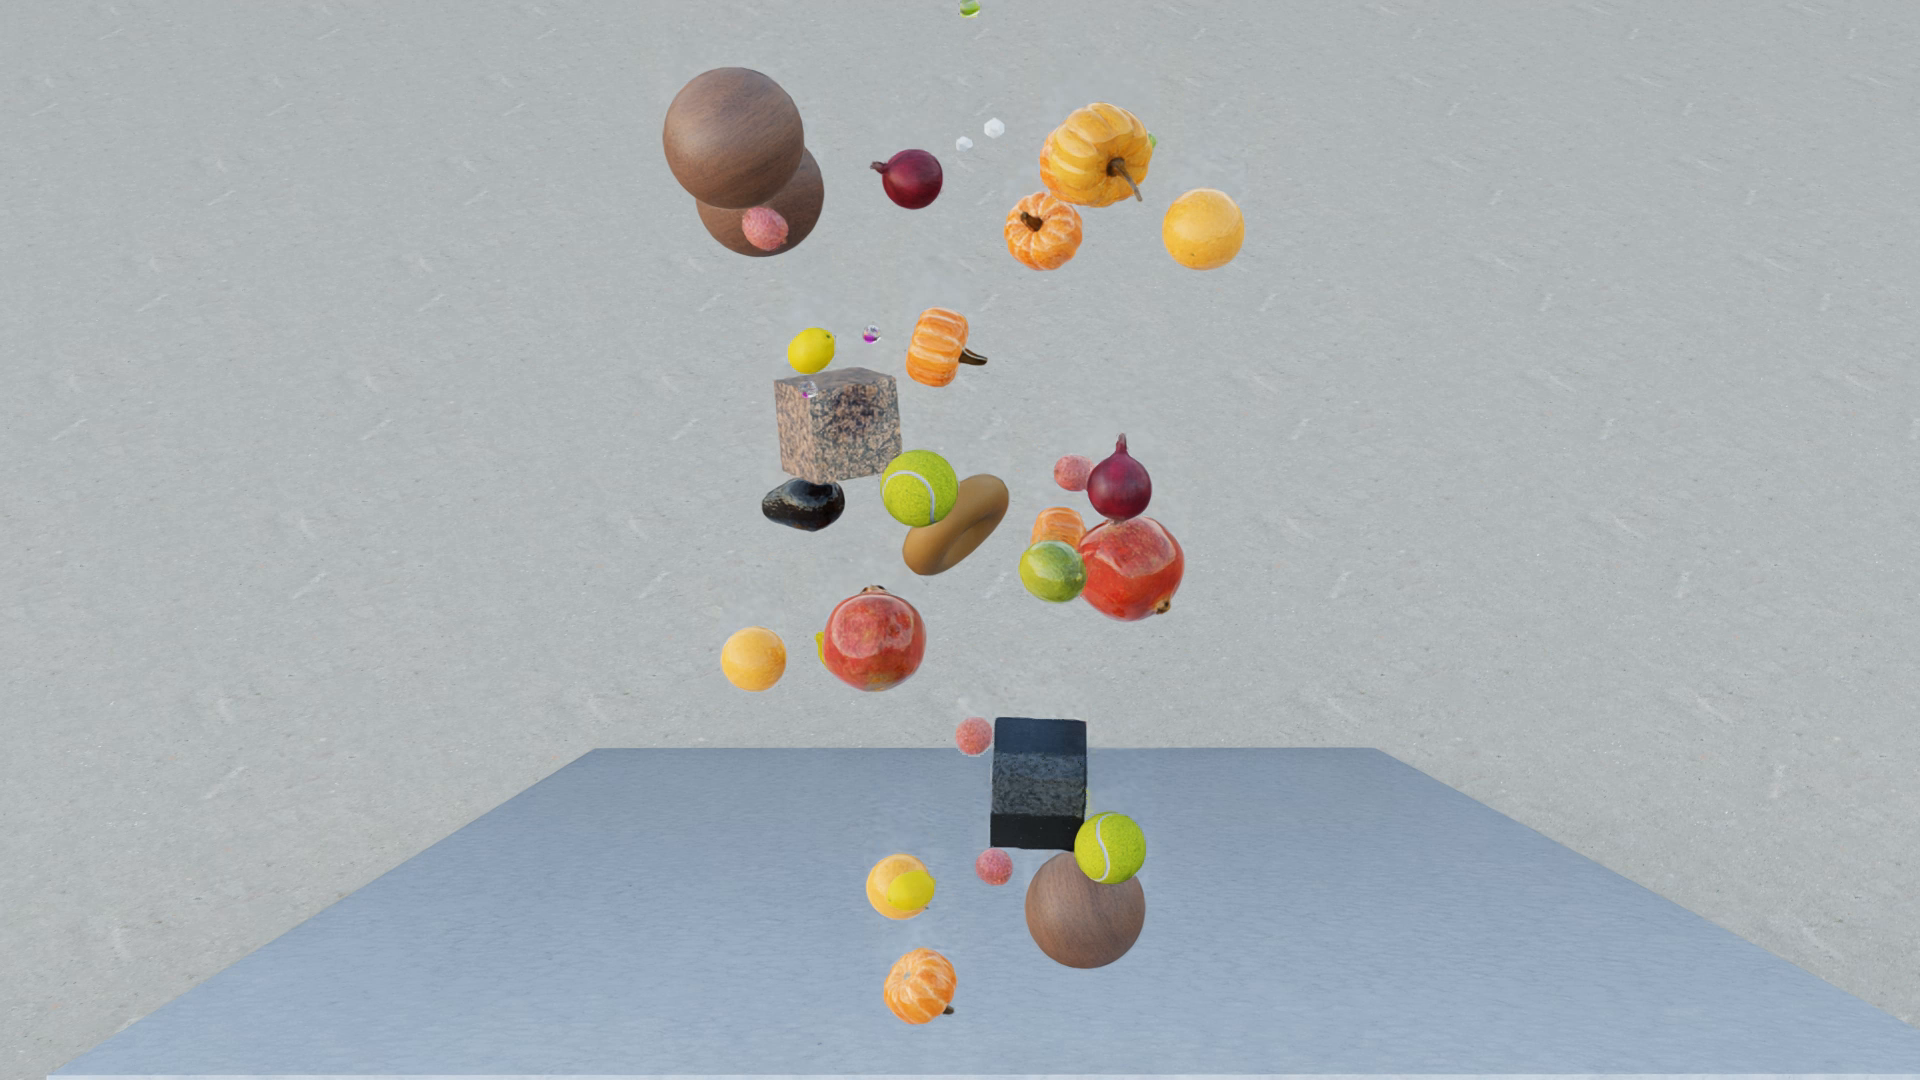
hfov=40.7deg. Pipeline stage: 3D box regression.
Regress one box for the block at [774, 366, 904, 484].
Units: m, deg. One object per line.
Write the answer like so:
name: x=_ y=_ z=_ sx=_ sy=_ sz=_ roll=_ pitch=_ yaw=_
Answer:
block: x=-0.123 y=-0.116 z=2.612 sx=0.094 sy=0.094 sz=0.094 roll=-11 pitch=15 yaw=-24

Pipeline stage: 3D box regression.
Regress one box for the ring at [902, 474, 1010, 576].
ring: x=-0.004 y=-0.015 z=2.620 sx=0.043 sy=0.130 sz=0.130 roll=47 pitch=47 yaw=14

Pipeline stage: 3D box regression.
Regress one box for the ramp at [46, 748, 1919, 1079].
ramp: x=0.066 y=0.590 z=4.642 sx=2.000 sy=0.100 sz=4.000 roll=0 pitch=0 yaw=0

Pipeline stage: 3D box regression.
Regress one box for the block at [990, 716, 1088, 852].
block: x=0.077 y=0.239 z=2.533 sx=0.090 sy=0.090 sz=0.090 roll=2 pitch=35 yaw=1
